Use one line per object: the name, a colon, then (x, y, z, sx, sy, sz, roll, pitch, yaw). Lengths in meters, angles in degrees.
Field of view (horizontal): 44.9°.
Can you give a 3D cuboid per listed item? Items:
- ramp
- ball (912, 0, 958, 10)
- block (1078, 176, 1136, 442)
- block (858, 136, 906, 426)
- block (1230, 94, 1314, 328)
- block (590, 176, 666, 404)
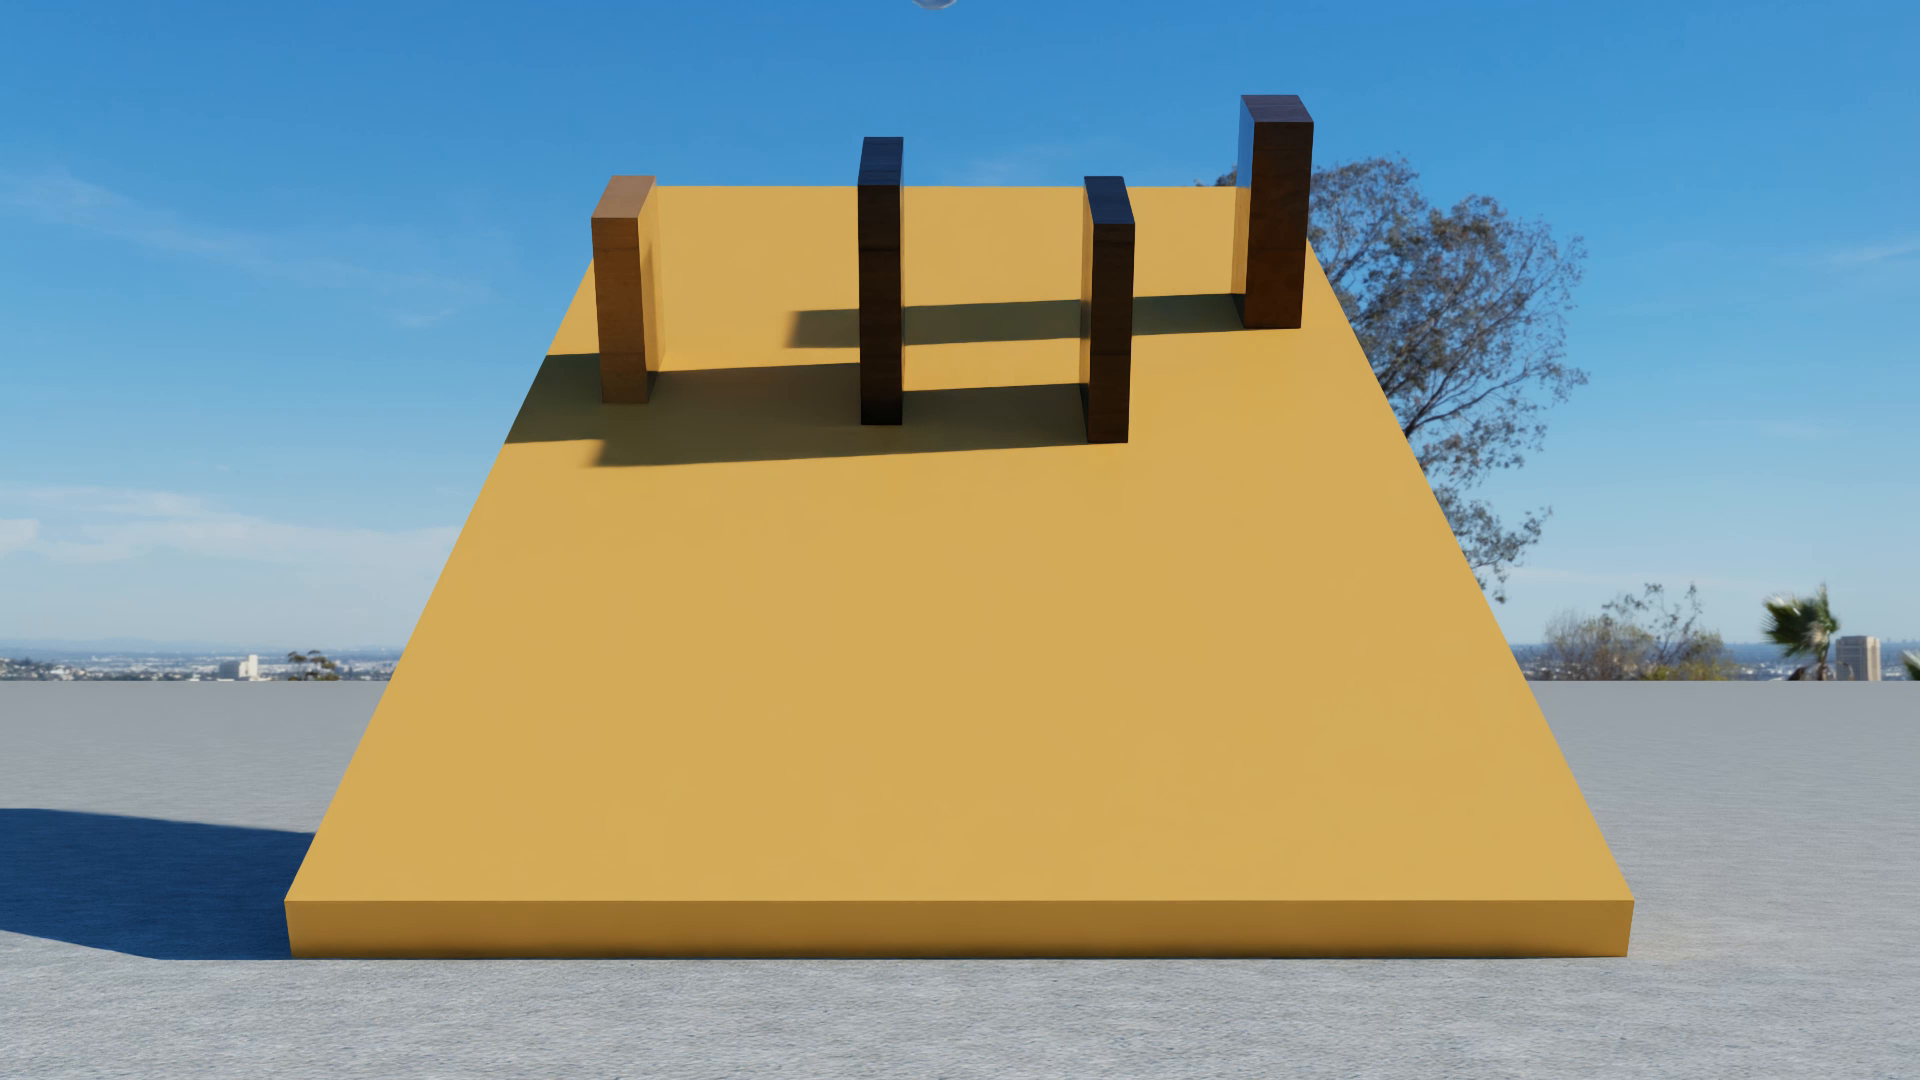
ramp: (-0.008, -0.228, 5.290, 2.000, 0.100, 4.000, 0, 24, 0)
ball: (-0.076, -1.689, 6.962, 0.198, 0.198, 0.198, 0, -3, 0)
block: (0.327, -0.522, 5.216, 0.089, 0.500, 0.389, 0, 24, 0)
block: (-0.177, -0.599, 5.320, 0.092, 0.554, 0.427, 0, 24, 0)
block: (0.788, -0.834, 5.892, 0.145, 0.528, 0.293, 0, 24, 0)
block: (-0.772, -0.590, 5.436, 0.104, 0.442, 0.364, 0, 24, 0)
